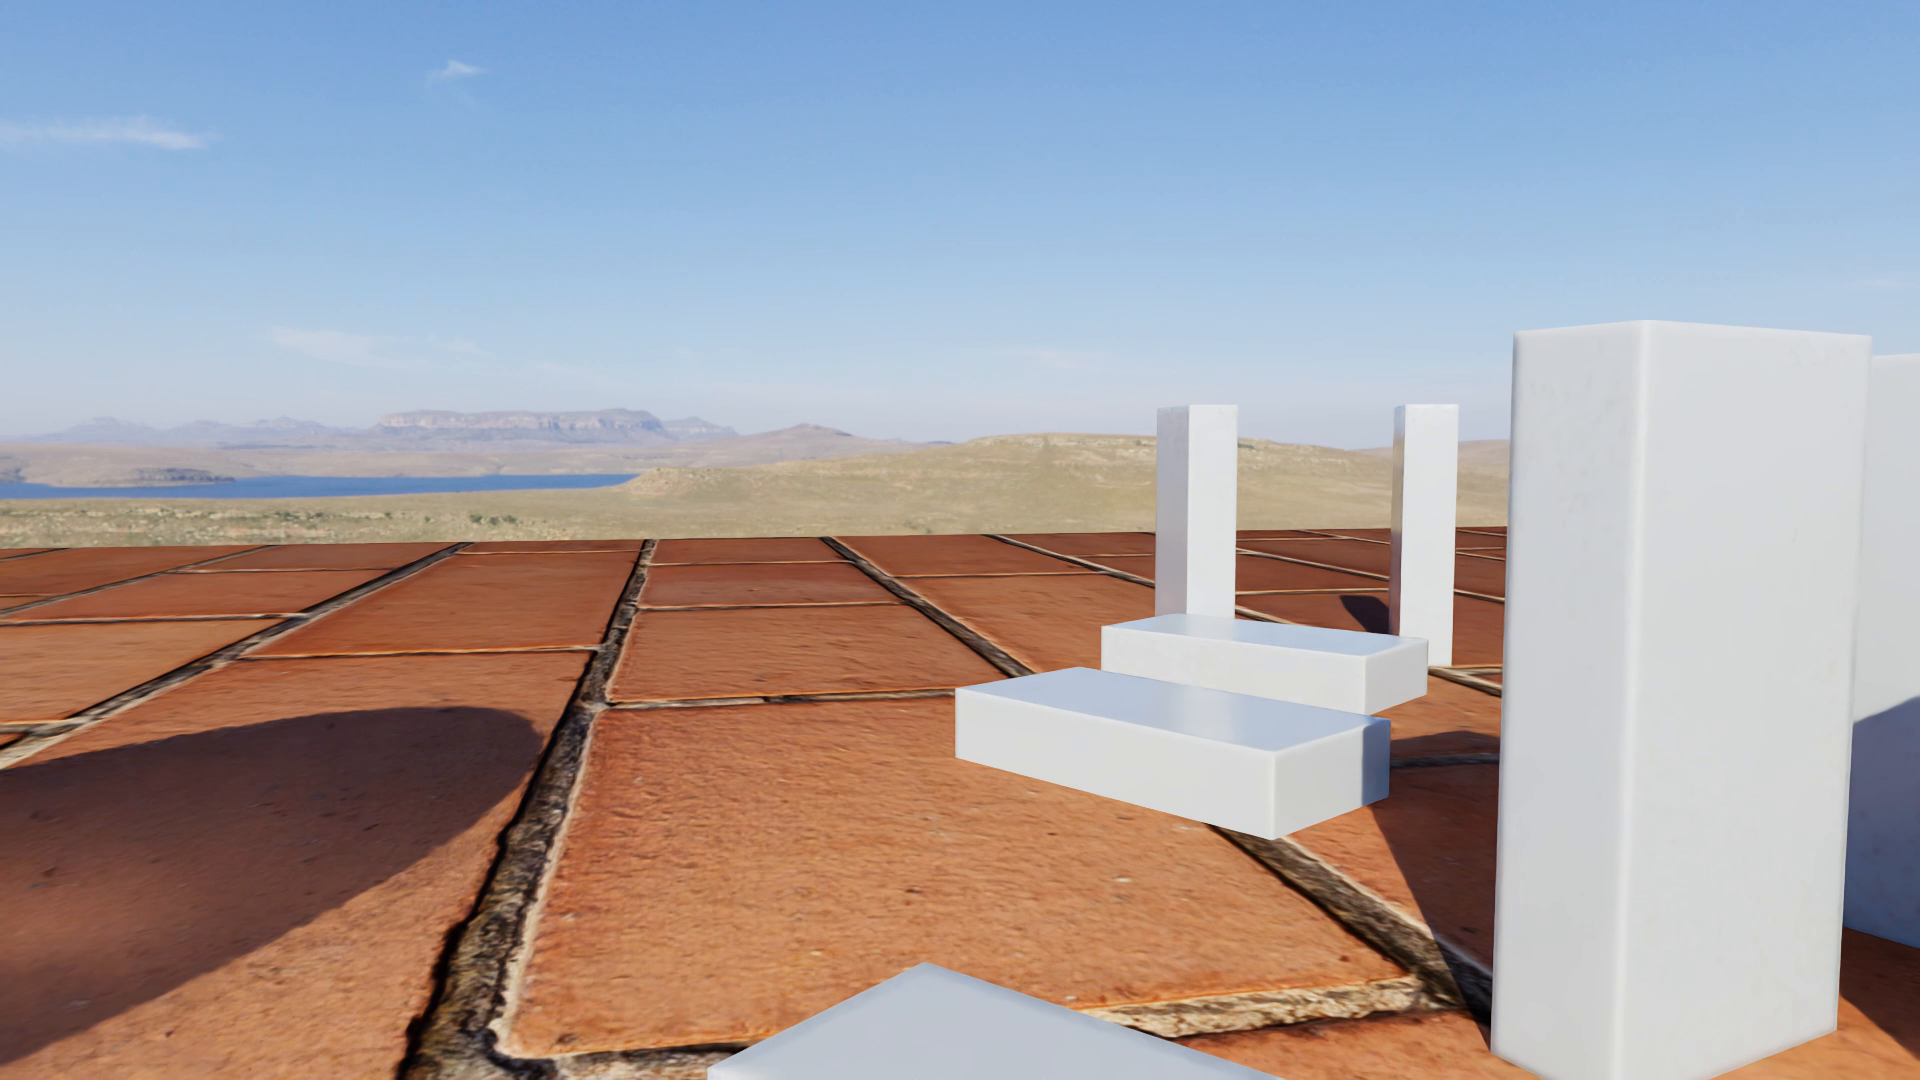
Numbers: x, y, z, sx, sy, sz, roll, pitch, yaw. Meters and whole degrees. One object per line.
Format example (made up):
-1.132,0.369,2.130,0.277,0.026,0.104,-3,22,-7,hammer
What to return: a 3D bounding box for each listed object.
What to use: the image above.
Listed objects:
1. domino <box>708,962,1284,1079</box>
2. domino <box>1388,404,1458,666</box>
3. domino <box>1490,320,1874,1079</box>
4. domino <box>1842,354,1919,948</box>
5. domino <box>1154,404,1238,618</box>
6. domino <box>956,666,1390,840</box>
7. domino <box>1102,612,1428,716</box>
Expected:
0.015,0.028,0.025,0.050,0.025,0.009,3,5,38,domino
0.092,-0.002,0.257,0.009,0.050,0.025,1,4,14,domino
0.050,0.011,0.090,0.025,0.050,0.009,-2,5,-28,domino
0.085,0.009,0.109,0.009,0.050,0.025,-3,5,-30,domino
0.048,-0.002,0.261,0.009,0.050,0.025,0,4,-6,domino
0.026,0.026,0.164,0.025,0.009,0.050,-4,6,-43,domino
0.053,0.021,0.225,0.050,0.010,0.025,4,6,42,domino
